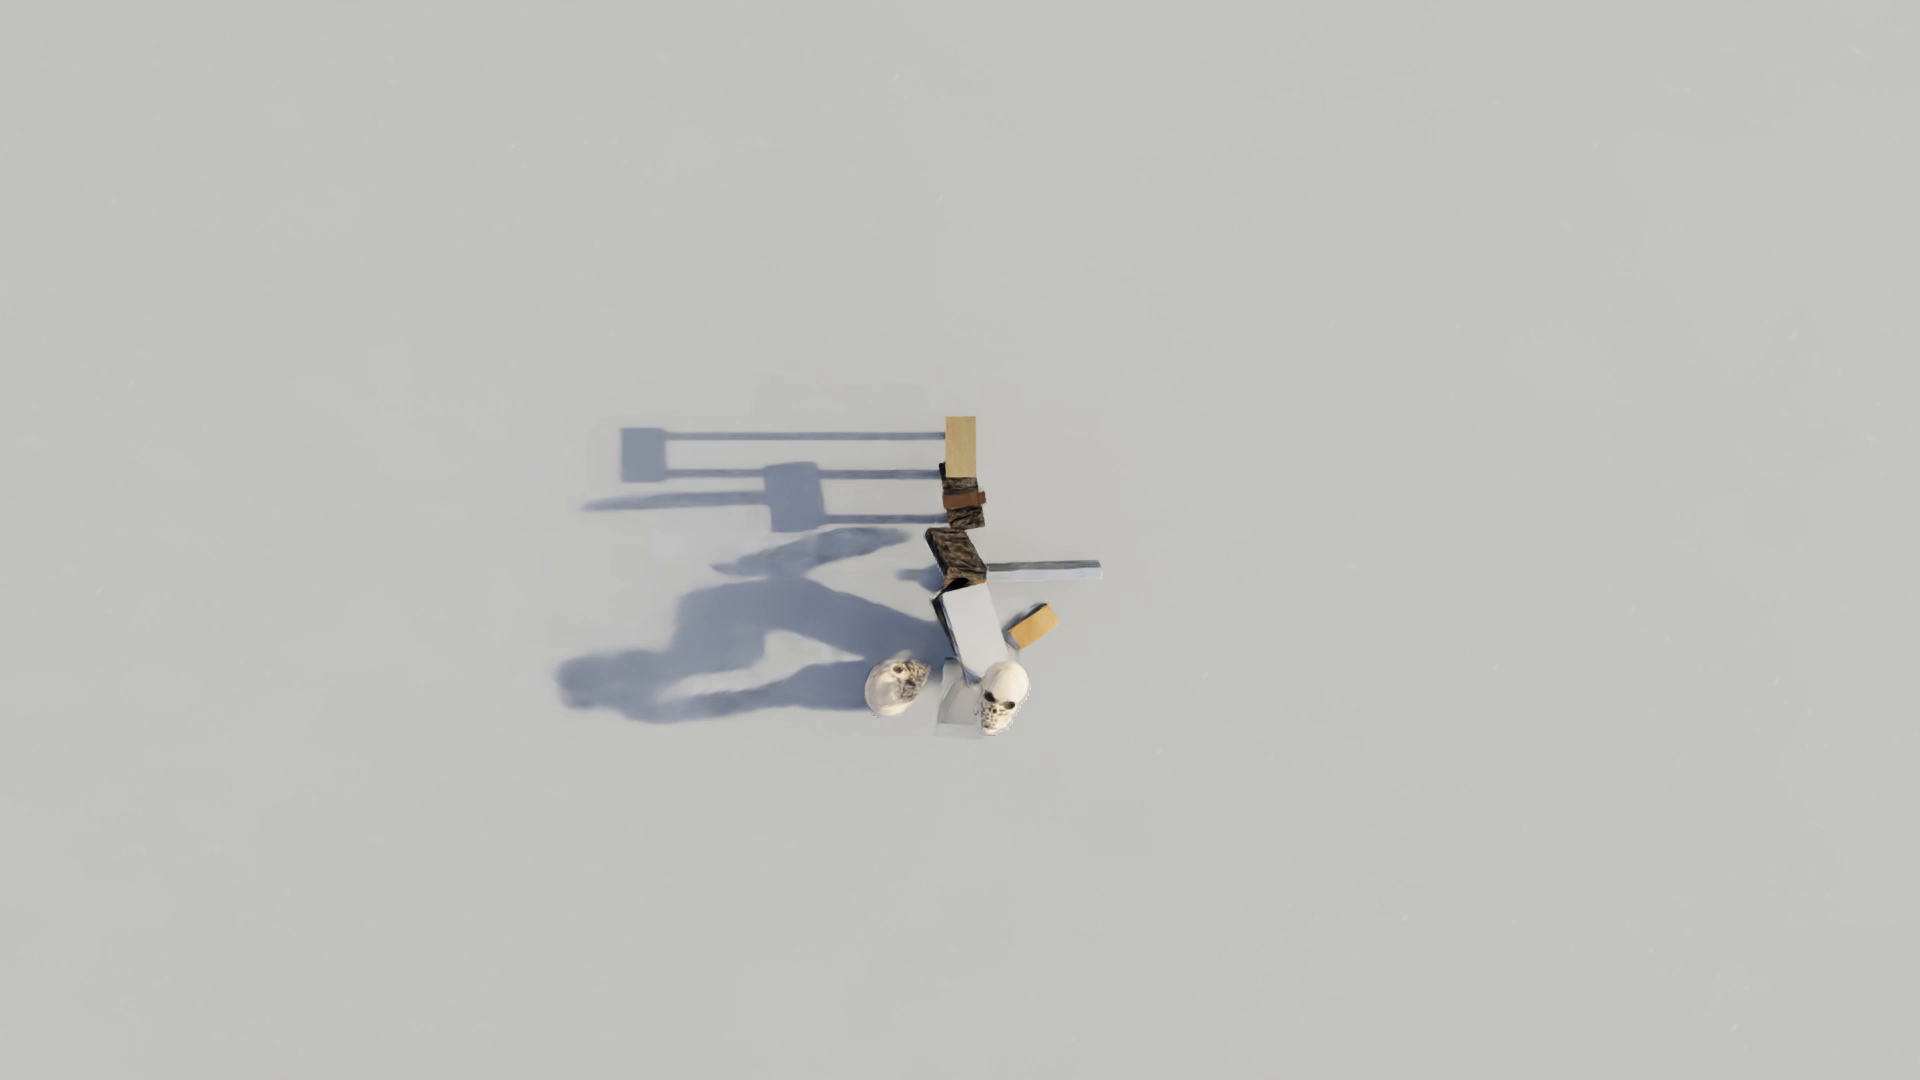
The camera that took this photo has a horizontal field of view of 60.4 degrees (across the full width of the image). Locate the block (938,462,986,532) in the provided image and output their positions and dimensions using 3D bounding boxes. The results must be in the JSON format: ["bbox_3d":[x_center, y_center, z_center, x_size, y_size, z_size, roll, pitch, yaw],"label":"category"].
[{"bbox_3d":[0.006,-0.144,5.260,0.112,0.032,0.224,-10,90,0],"label":"block"}]

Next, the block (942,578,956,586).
[{"bbox_3d":[-0.005,0.104,5.475,0.061,0.017,0.122,23,80,10],"label":"block"}]

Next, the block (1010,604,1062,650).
[{"bbox_3d":[0.249,0.289,5.489,0.157,0.022,0.078,-35,90,0],"label":"block"}]

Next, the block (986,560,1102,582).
[{"bbox_3d":[0.273,0.102,5.433,0.377,0.130,0.037,-2,101,0],"label":"block"}]

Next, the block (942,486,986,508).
[{"bbox_3d":[0.012,-0.133,5.113,0.130,0.260,0.037,-7,96,0],"label":"block"}]

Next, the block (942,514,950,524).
[{"bbox_3d":[-0.005,-0.069,5.388,0.112,0.224,0.032,0,90,0],"label":"block"}]

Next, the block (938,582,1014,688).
[{"bbox_3d":[0.051,0.295,5.137,0.150,0.042,0.300,-13,77,-18],"label":"block"}]

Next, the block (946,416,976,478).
[{"bbox_3d":[0.002,-0.285,5.046,0.093,0.026,0.185,0,90,0],"label":"block"}]

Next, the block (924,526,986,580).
[{"bbox_3d":[-0.015,0.041,5.296,0.130,0.260,0.037,4,118,-20],"label":"block"}]

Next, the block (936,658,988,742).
[{"bbox_3d":[0.011,0.504,5.268,0.150,0.478,0.042,8,110,0],"label":"block"}]

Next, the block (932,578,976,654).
[{"bbox_3d":[0.018,0.254,5.306,0.150,0.300,0.042,-42,47,-19],"label":"block"}]

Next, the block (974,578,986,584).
[{"bbox_3d":[0.042,0.176,5.474,0.061,0.017,0.122,14,90,0],"label":"block"}]
